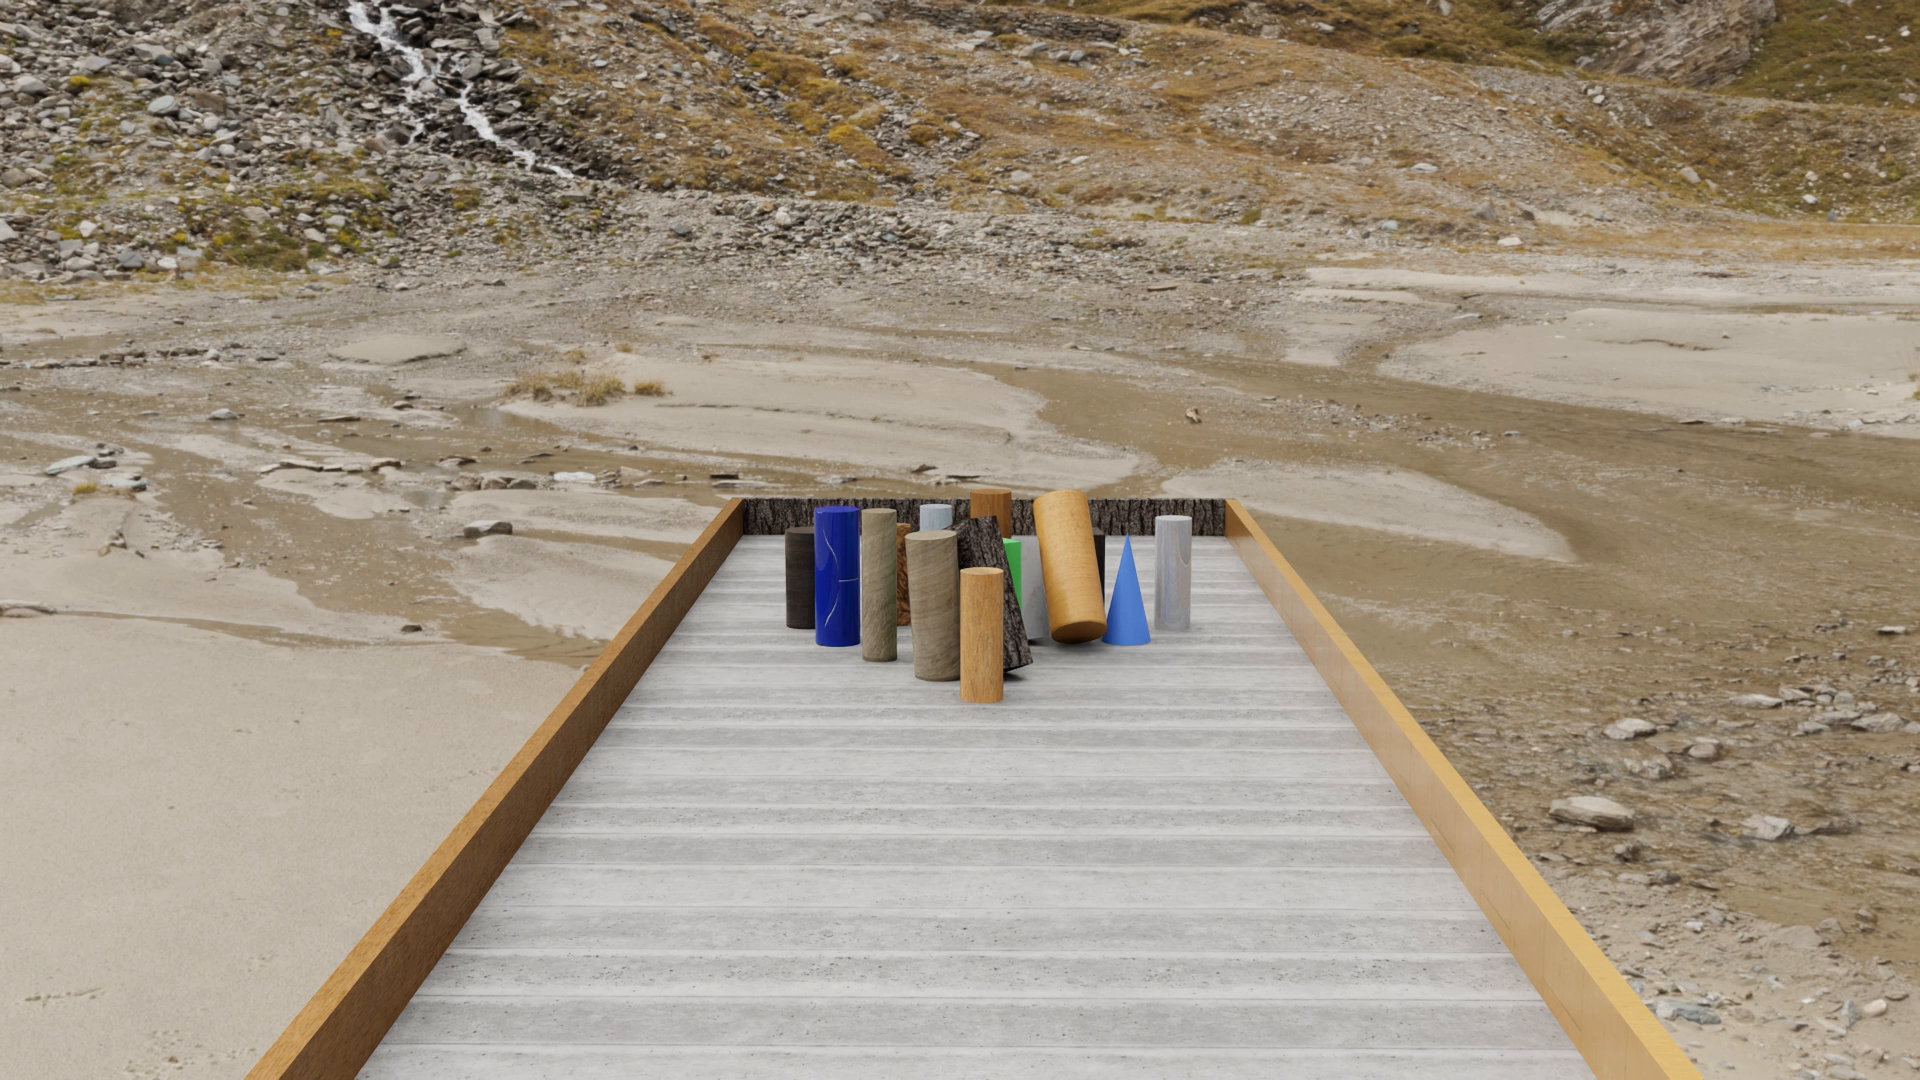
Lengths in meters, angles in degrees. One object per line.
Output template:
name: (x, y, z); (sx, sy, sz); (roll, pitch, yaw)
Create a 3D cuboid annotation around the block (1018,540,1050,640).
block: (0.172, 0.160, 6.951); (0.133, 0.308, 0.133); (-7, 1, -38)

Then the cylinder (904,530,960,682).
cylinder: (-0.072, 0.190, 6.436); (0.151, 0.419, 0.151); (-4, 11, 1)

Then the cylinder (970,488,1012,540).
cylinder: (0.100, 0.062, 7.190); (0.134, 0.446, 0.134); (0, 9, 0)

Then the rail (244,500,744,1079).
rail: (-1.004, 0.839, 3.234); (0.050, 0.150, 12.000); (0, 9, 1)

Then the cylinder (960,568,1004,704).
cylinder: (0.061, 0.266, 6.169); (0.122, 0.364, 0.122); (0, 9, 0)

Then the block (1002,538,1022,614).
block: (0.066, 0.180, 6.712); (0.178, 0.360, 0.178); (-5, 9, -27)

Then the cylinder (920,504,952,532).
cylinder: (-0.076, 0.107, 6.959); (0.102, 0.431, 0.102); (0, 9, 0)

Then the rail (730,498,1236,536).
rail: (0.099, -0.098, 9.147); (2.100, 0.150, 0.050); (0, 9, 1)

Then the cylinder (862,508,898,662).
cylinder: (-0.245, 0.137, 6.682); (0.106, 0.457, 0.106); (0, 9, 0)

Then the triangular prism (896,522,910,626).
triangular prism: (-0.247, 0.111, 7.241); (0.135, 0.335, 0.117); (-4, 10, -25)

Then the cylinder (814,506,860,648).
cylinder: (-0.386, 0.114, 6.928); (0.143, 0.426, 0.143); (0, 9, 0)

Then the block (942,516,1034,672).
block: (0.077, 0.165, 6.475); (0.124, 0.450, 0.124); (-8, -9, -37)

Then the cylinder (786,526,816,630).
cylinder: (-0.499, 0.124, 7.216); (0.147, 0.317, 0.147); (0, 9, 0)

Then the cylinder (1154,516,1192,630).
cylinder: (0.695, 0.106, 7.184); (0.120, 0.361, 0.120); (0, 9, 0)

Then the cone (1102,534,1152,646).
cone: (0.529, 0.146, 6.961); (0.157, 0.352, 0.157); (0, 9, 0)

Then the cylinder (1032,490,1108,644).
cylinder: (0.347, 0.084, 6.958); (0.178, 0.455, 0.178); (-6, -24, -3)

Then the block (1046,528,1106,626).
block: (0.376, 0.126, 7.214); (0.174, 0.313, 0.174); (-1, 9, -4)

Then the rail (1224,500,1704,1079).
rail: (1.046, 0.843, 3.208); (0.050, 0.150, 12.000); (0, 9, 1)
